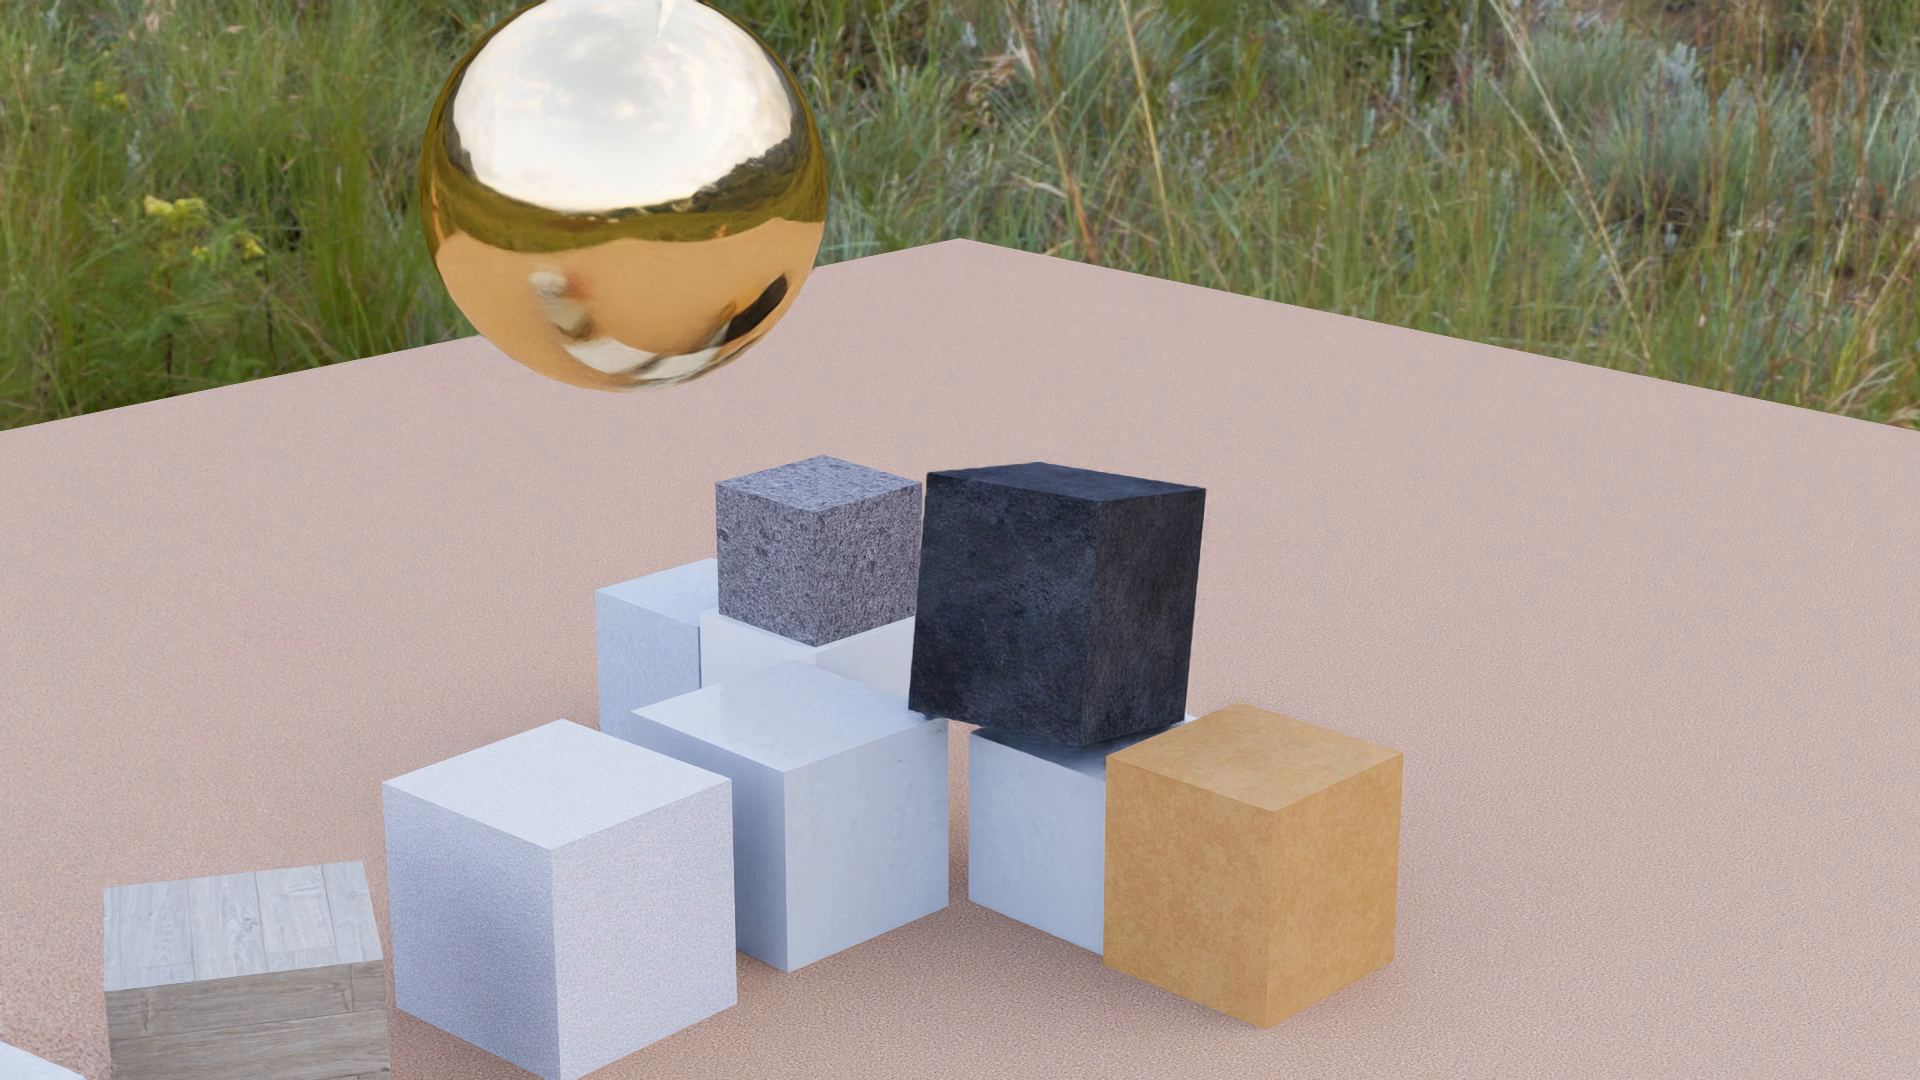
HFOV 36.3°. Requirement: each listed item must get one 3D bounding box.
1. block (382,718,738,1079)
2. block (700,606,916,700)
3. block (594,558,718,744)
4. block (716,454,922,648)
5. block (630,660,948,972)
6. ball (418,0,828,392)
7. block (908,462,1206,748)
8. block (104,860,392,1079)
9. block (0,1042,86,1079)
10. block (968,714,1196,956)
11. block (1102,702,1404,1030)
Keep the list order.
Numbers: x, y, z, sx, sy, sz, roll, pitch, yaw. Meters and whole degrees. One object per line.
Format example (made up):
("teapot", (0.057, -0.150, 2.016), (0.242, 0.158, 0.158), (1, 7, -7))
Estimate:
("block", (-1.634, 1.455, 12.037), (1.034, 1.005, 0.963), (15, 23, 39))
("block", (-0.679, 0.785, 14.327), (0.833, 0.911, 0.813), (17, 24, 42))
("block", (-1.288, 0.655, 14.869), (0.760, 0.835, 0.797), (-17, 24, -42))
("block", (-0.673, 0.041, 14.078), (0.702, 0.658, 0.693), (-17, 24, -42))
("block", (-0.750, 1.196, 13.007), (1.012, 0.918, 0.964), (17, 24, 42))
("ball", (-1.320, -1.379, 11.525), (1.600, 1.600, 1.600), (0, 17, 0))
("block", (0.429, 0.258, 12.846), (0.874, 1.044, 0.908), (10, 10, 33))
("block", (-2.647, 1.849, 10.914), (0.961, 0.928, 0.910), (-5, 18, -15))
("block", (-3.204, 2.000, 9.583), (0.565, 0.475, 0.522), (16, 41, 22))
("block", (0.637, 1.232, 13.077), (0.854, 0.804, 0.841), (-17, 24, -42))
("block", (1.237, 1.355, 12.430), (0.879, 0.960, 0.890), (16, 23, 41))
